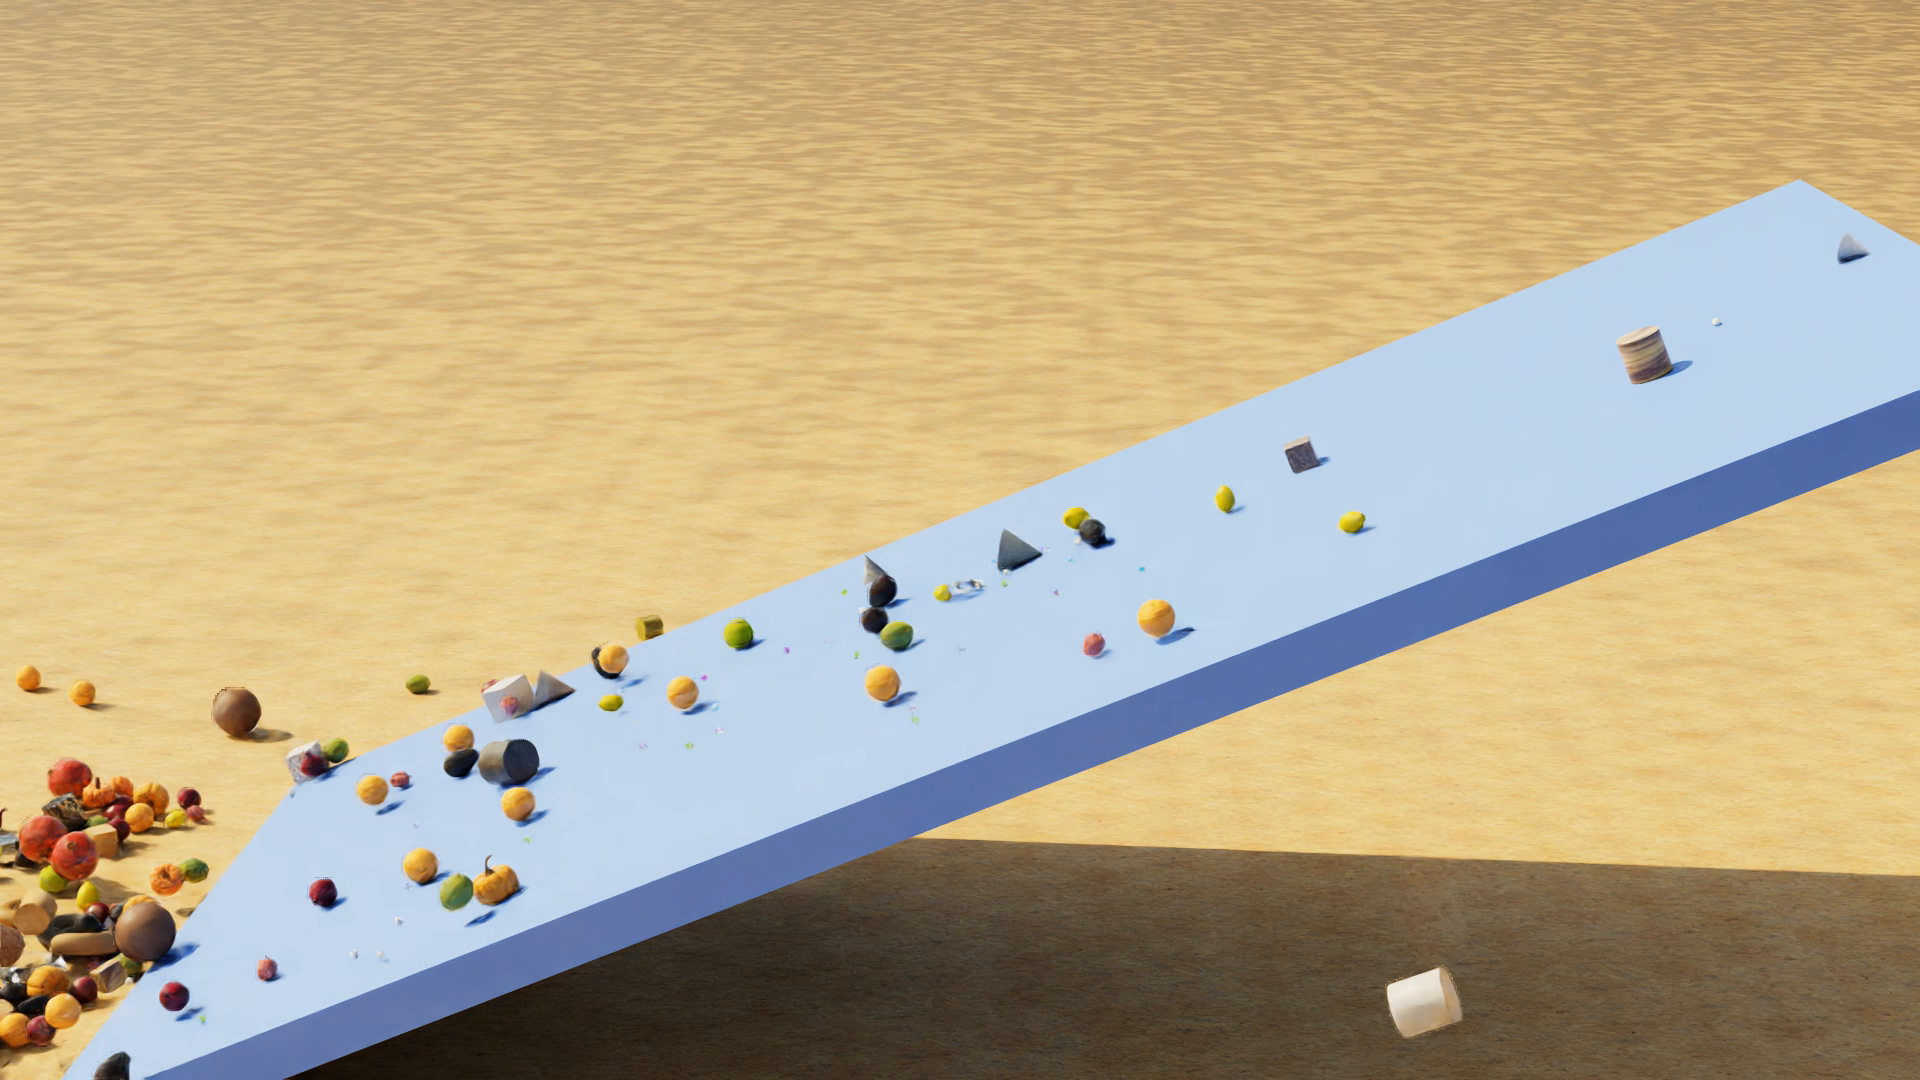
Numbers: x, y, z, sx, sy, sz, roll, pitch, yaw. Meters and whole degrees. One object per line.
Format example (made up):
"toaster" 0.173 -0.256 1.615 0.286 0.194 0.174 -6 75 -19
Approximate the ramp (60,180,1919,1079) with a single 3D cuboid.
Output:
"ramp" 0.128 0.172 6.287 4.000 0.100 2.000 -22 12 8

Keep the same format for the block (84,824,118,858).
"block" -2.120 0.743 7.257 0.060 0.060 0.060 -12 18 -38

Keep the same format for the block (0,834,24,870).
"block" -2.331 0.761 7.187 0.061 0.061 0.061 12 18 38

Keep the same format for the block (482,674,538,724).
"block" -1.101 0.388 7.191 0.083 0.083 0.083 -13 16 40

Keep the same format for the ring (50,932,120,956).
"ring" -1.949 0.901 6.553 0.149 0.050 0.149 -3 -7 0

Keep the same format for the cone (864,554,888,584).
"cone" -0.213 0.064 6.982 0.064 0.064 0.064 -22 12 5

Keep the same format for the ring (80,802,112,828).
"ring" -2.220 0.698 7.471 0.128 0.043 0.128 1 13 0

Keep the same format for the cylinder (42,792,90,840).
"cylinder" -2.237 0.690 7.356 0.087 0.087 0.087 -24 15 7

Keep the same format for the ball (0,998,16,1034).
"ball" -2.029 1.005 6.207 0.073 0.073 0.073 0 14 0

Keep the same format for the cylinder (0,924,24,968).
"cylinder" -2.110 0.882 6.430 0.089 0.089 0.089 6 -18 22

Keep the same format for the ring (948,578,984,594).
"ring" 0.012 0.101 6.462 0.080 0.027 0.080 -9 2 0

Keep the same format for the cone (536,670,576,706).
"cone" -0.979 0.363 7.170 0.092 0.092 0.092 4 15 2

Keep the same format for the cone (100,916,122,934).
"cone" -1.936 0.897 6.730 0.055 0.055 0.055 25 12 -9

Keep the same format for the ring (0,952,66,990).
"ring" -2.045 0.949 6.484 0.143 0.048 0.143 -1 15 0

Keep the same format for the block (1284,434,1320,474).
"block" 0.732 -0.183 6.306 0.058 0.058 0.058 -21 13 11

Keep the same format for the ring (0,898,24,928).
"ring" -2.167 0.865 6.819 0.130 0.043 0.130 -1 14 0

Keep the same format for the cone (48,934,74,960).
"cone" -2.034 0.924 6.615 0.064 0.064 0.064 -23 4 26

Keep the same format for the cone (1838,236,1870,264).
"cone" 1.854 -0.598 6.076 0.062 0.062 0.062 3 13 38

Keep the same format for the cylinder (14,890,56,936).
"cylinder" -2.093 0.844 6.659 0.079 0.079 0.079 -1 14 -5

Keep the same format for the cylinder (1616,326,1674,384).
"cylinder" 1.364 -0.368 5.861 0.088 0.088 0.088 -22 12 5

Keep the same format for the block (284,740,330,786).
"block" -1.661 0.566 7.481 0.076 0.076 0.076 -22 12 8

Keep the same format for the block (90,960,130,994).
"block" -1.817 0.933 6.287 0.051 0.051 0.051 -34 15 -36

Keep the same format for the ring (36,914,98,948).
"ring" -2.036 0.891 6.707 0.139 0.046 0.139 0 14 0

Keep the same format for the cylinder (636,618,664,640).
"cylinder" -0.957 0.274 9.081 0.064 0.064 0.064 -9 17 -32

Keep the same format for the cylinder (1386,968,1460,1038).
"cylinder" 0.804 0.801 5.095 0.097 0.097 0.097 -22 8 19

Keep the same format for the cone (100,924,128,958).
"cone" -1.909 0.897 6.634 0.072 0.072 0.072 0 14 0

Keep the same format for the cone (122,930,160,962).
"cone" -1.793 0.878 6.481 0.078 0.078 0.078 -26 13 6
